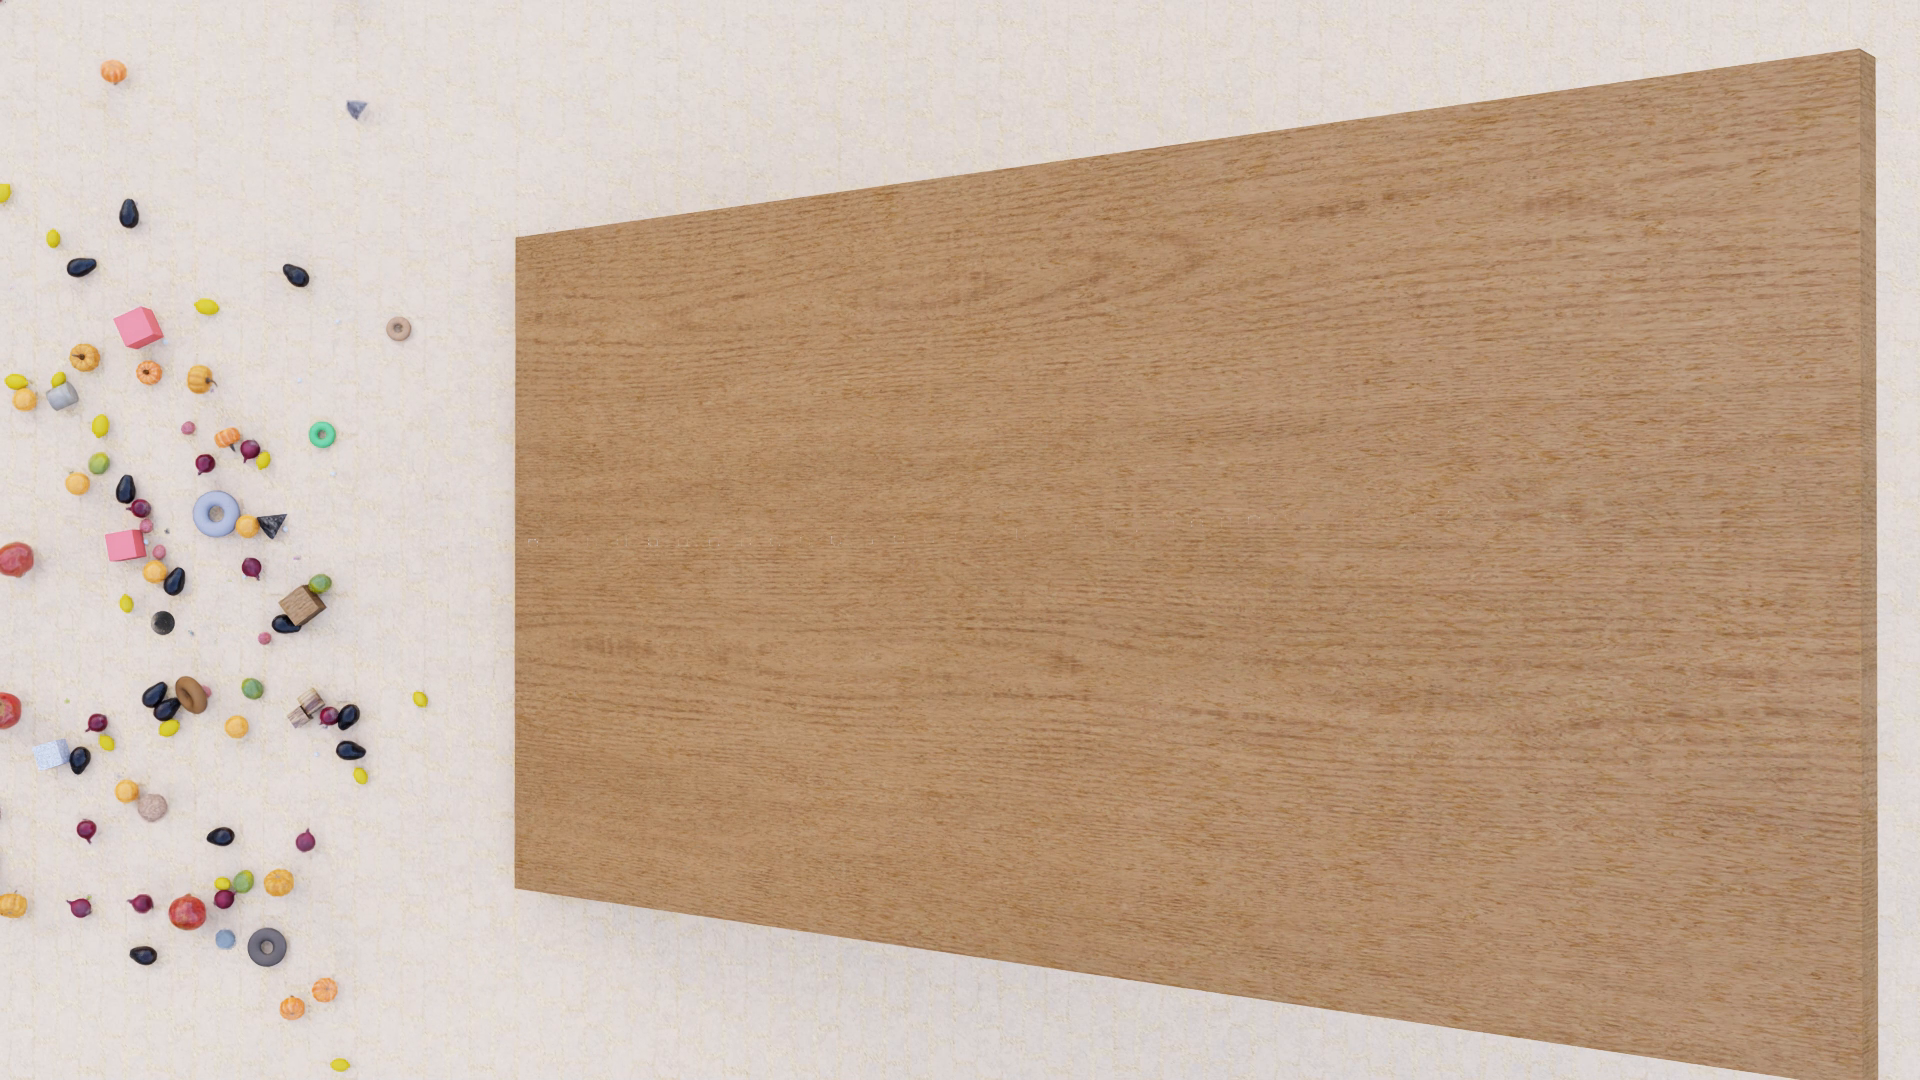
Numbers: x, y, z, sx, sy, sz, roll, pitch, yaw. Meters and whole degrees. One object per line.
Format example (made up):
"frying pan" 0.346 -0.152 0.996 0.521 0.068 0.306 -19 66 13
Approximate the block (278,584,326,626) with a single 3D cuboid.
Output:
"block" -2.029 0.201 6.787 0.090 0.090 0.090 -37 90 0

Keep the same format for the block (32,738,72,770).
"block" -2.803 0.662 6.791 0.076 0.076 0.076 -18 90 0

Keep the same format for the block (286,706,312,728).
"block" -2.043 0.547 6.804 0.051 0.051 0.051 -35 90 0

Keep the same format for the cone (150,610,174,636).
"cone" -2.476 0.257 6.794 0.076 0.076 0.076 0 90 0

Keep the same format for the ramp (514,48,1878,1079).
"ramp" 0.214 0.062 5.529 4.000 0.100 2.000 0 90 39

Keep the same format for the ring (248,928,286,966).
"ring" -2.144 1.260 6.805 0.121 0.040 0.121 0 89 1

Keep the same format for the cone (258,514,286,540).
"cone" -2.118 -0.060 6.815 0.083 0.083 0.083 -38 90 -27

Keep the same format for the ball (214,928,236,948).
"ball" -2.271 1.232 6.795 0.061 0.061 0.061 0 90 0

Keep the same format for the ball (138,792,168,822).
"ball" -2.491 0.824 6.784 0.088 0.088 0.088 0 90 0

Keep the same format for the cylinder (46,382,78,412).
"cylinder" -2.776 -0.444 6.802 0.069 0.069 0.069 -25 90 0

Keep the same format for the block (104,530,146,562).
"block" -2.576 0.017 6.791 0.085 0.085 0.085 -11 90 0

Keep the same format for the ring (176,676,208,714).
"ring" -2.371 0.478 6.781 0.043 0.128 0.128 -35 90 -43

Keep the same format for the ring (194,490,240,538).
"ring" -2.303 -0.081 6.810 0.146 0.049 0.146 0 89 1

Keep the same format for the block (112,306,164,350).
"block" -2.536 -0.655 6.790 0.094 0.094 0.094 -25 90 0

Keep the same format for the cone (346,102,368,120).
"cone" -1.862 -1.344 6.828 0.059 0.059 0.059 -33 90 -27

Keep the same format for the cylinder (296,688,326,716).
"cylinder" -2.006 0.500 6.799 0.063 0.063 0.063 -35 90 0

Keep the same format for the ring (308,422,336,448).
"ring" -1.978 -0.326 6.821 0.083 0.028 0.083 0 89 1

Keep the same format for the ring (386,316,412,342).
"ring" -1.742 -0.655 6.825 0.077 0.026 0.077 0 88 -1
